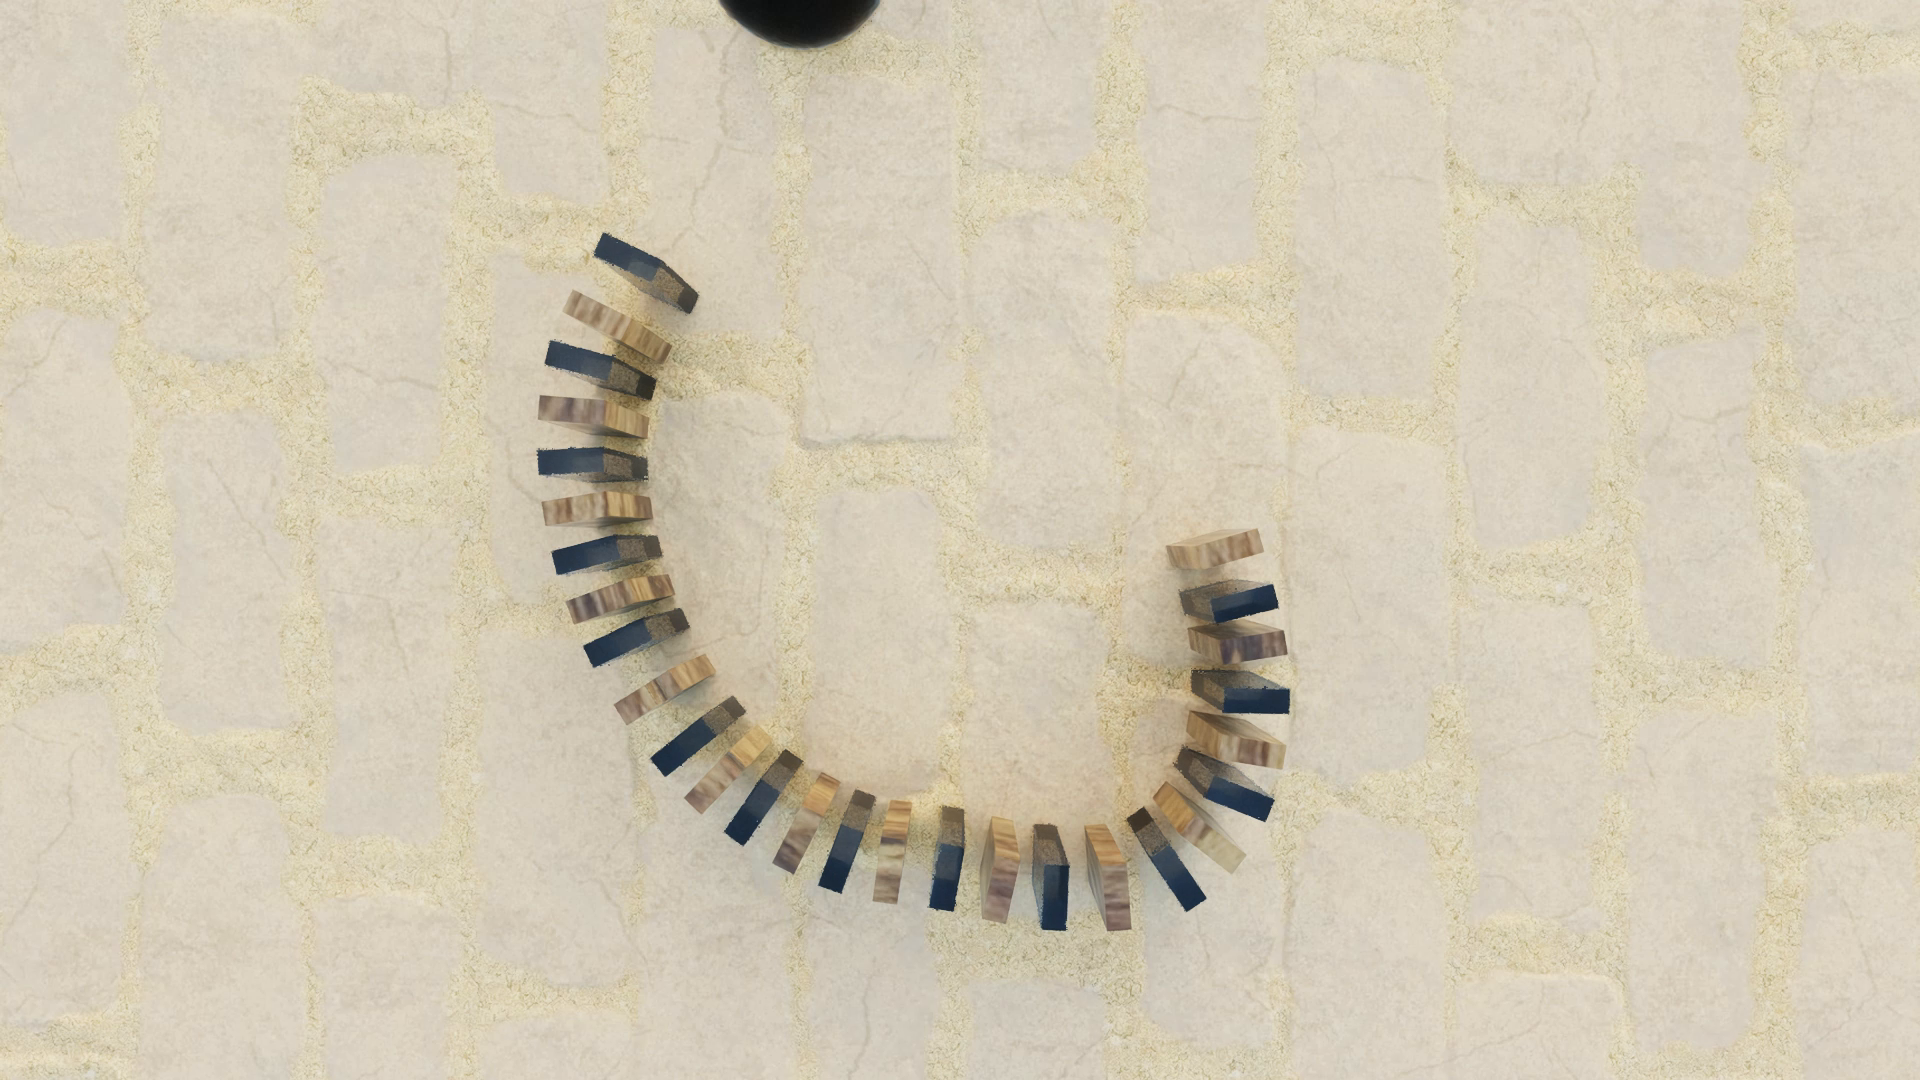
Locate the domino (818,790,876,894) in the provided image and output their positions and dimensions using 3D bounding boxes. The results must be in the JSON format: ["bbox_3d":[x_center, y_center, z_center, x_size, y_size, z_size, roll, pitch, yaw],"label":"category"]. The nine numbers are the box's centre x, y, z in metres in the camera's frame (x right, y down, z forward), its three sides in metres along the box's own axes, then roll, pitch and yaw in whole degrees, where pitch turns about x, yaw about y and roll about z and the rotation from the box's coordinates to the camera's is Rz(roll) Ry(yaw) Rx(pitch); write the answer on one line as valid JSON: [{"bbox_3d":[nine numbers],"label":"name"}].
[{"bbox_3d":[-0.045,0.122,0.375,0.010,0.050,0.025,21,90,0],"label":"domino"}]

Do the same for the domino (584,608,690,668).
[{"bbox_3d":[-0.131,0.039,0.375,0.025,0.050,0.009,-25,90,0],"label":"domino"}]

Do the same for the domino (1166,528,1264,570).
[{"bbox_3d":[0.103,0.004,0.375,0.025,0.050,0.010,-16,90,0],"label":"domino"}]

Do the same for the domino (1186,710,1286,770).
[{"bbox_3d":[0.112,0.081,0.375,0.025,0.050,0.009,10,90,0],"label":"domino"}]

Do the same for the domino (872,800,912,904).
[{"bbox_3d":[-0.027,0.126,0.375,0.009,0.050,0.025,8,90,0],"label":"domino"}]

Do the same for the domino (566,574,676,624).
[{"bbox_3d":[-0.137,0.024,0.375,0.025,0.050,0.009,-20,90,0],"label":"domino"}]

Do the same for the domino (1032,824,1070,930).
[{"bbox_3d":[0.037,0.137,0.375,0.009,0.050,0.025,2,90,0],"label":"domino"}]

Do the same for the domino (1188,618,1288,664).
[{"bbox_3d":[0.112,0.041,0.375,0.025,0.050,0.009,-9,90,0],"label":"domino"}]

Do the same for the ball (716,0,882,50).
[{"bbox_3d":[-0.065,-0.238,0.360,0.080,0.080,0.080,0,90,0],"label":"ball"}]

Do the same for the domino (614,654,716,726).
[{"bbox_3d":[-0.119,0.060,0.375,0.025,0.050,0.010,-32,90,0],"label":"domino"}]

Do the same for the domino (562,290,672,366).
[{"bbox_3d":[-0.139,-0.086,0.375,0.025,0.050,0.010,26,90,0],"label":"domino"}]

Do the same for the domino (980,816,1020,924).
[{"bbox_3d":[0.016,0.134,0.375,0.009,0.050,0.025,13,90,0],"label":"domino"}]

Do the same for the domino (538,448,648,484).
[{"bbox_3d":[-0.149,-0.030,0.375,0.025,0.050,0.009,-3,90,0],"label":"domino"}]

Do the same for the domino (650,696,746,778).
[{"bbox_3d":[-0.106,0.079,0.375,0.025,0.050,0.009,-39,90,0],"label":"domino"}]

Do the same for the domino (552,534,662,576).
[{"bbox_3d":[-0.143,0.006,0.375,0.025,0.050,0.009,-15,90,0],"label":"domino"}]

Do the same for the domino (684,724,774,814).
[{"bbox_3d":[-0.094,0.093,0.375,0.009,0.050,0.025,44,90,0],"label":"domino"}]

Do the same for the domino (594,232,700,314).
[{"bbox_3d":[-0.127,-0.108,0.375,0.025,0.050,0.009,26,90,0],"label":"domino"}]

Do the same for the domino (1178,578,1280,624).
[{"bbox_3d":[0.109,0.024,0.375,0.025,0.050,0.010,-14,90,0],"label":"domino"}]

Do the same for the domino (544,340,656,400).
[{"bbox_3d":[-0.146,-0.069,0.375,0.025,0.050,0.009,15,90,0],"label":"domino"}]

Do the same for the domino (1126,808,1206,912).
[{"bbox_3d":[0.083,0.129,0.375,0.010,0.050,0.025,-34,90,0],"label":"domino"}]

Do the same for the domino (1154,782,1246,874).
[{"bbox_3d":[0.097,0.116,0.375,0.025,0.050,0.009,38,90,0],"label":"domino"}]

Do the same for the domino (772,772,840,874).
[{"bbox_3d":[-0.062,0.115,0.375,0.010,0.050,0.025,27,90,0],"label":"domino"}]

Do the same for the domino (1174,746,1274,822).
[{"bbox_3d":[0.107,0.099,0.375,0.025,0.050,0.010,22,90,0],"label":"domino"}]

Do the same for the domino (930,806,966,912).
[{"bbox_3d":[-0.005,0.129,0.375,0.010,0.050,0.025,10,90,0],"label":"domino"}]

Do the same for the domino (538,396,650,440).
[{"bbox_3d":[-0.149,-0.050,0.375,0.025,0.050,0.009,4,90,0],"label":"domino"}]

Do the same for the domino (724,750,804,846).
[{"bbox_3d":[-0.079,0.104,0.375,0.009,0.050,0.025,35,90,0],"label":"domino"}]

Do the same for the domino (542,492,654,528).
[{"bbox_3d":[-0.147,-0.012,0.375,0.025,0.050,0.010,-9,90,0],"label":"domino"}]

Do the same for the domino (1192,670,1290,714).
[{"bbox_3d":[0.113,0.062,0.375,0.025,0.050,0.010,1,90,0],"label":"domino"}]

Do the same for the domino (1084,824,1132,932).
[{"bbox_3d":[0.060,0.137,0.375,0.009,0.050,0.025,-4,90,0],"label":"domino"}]
